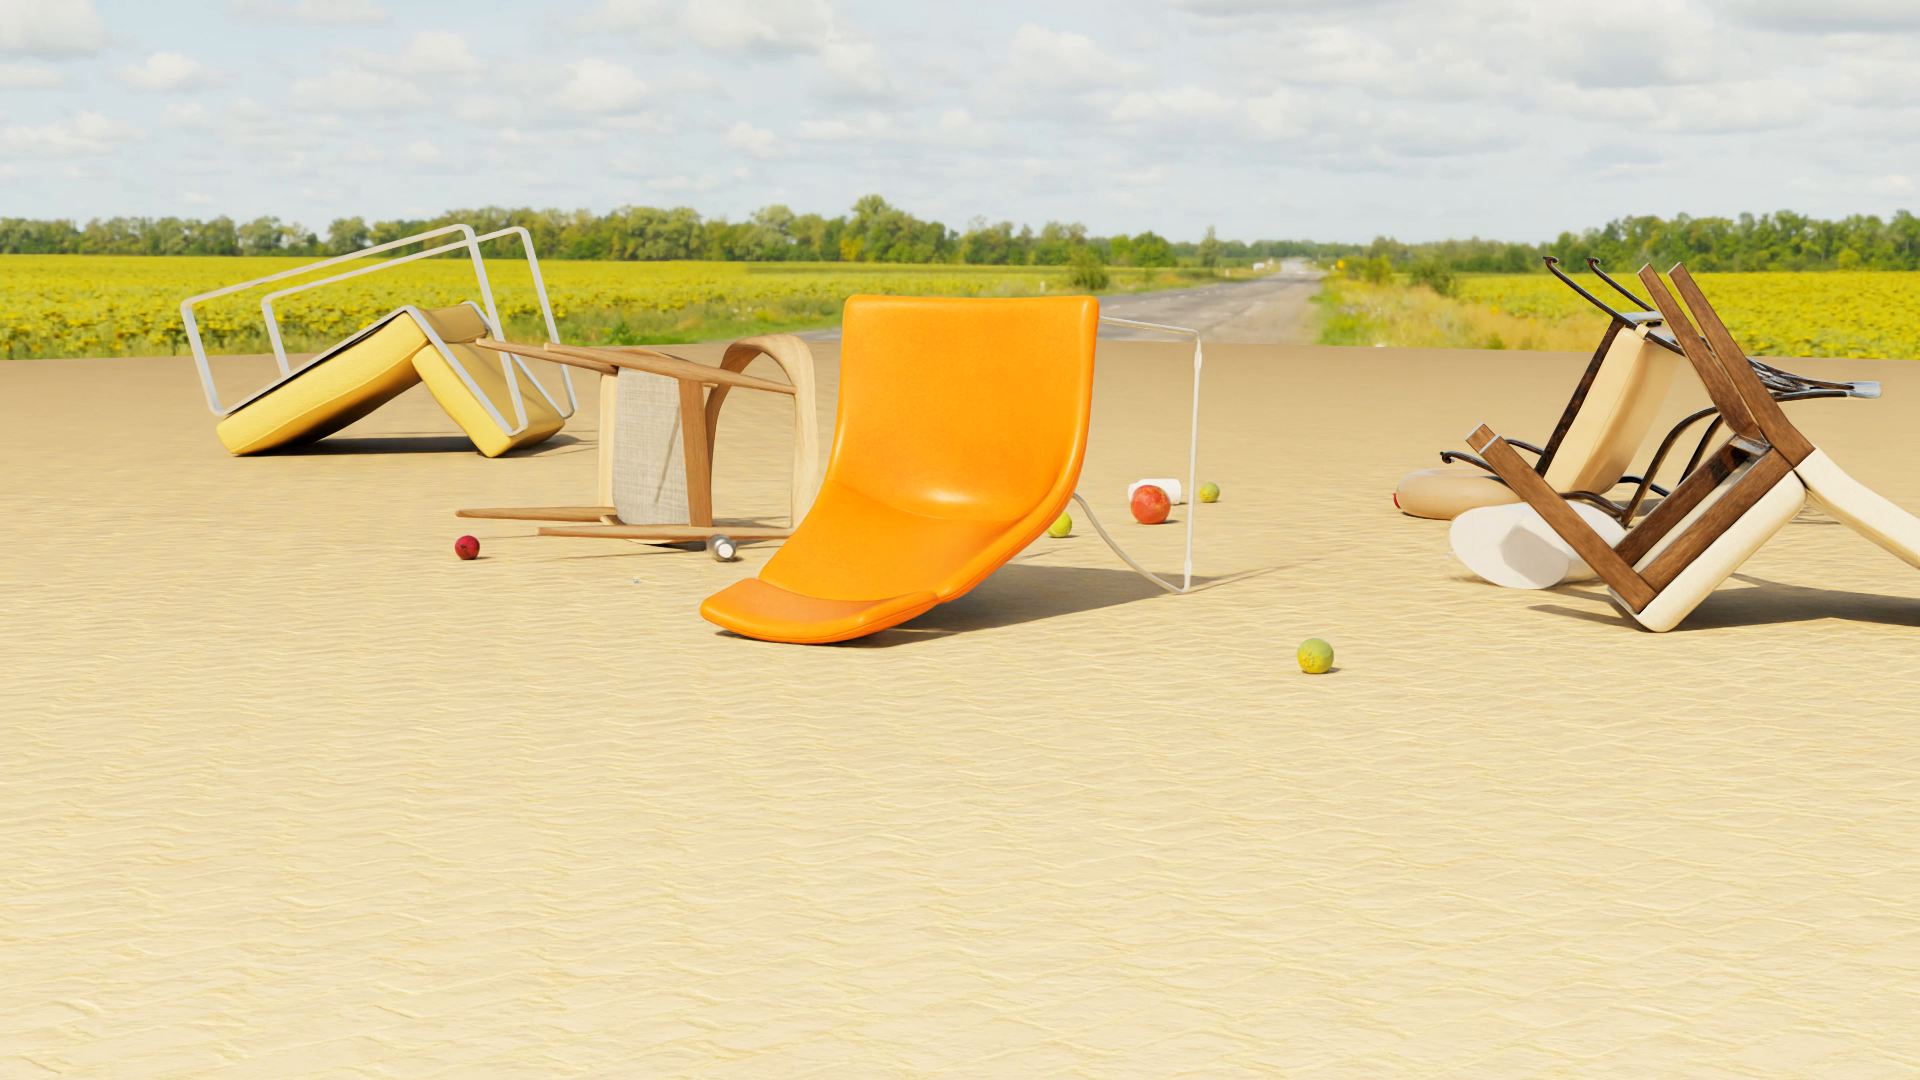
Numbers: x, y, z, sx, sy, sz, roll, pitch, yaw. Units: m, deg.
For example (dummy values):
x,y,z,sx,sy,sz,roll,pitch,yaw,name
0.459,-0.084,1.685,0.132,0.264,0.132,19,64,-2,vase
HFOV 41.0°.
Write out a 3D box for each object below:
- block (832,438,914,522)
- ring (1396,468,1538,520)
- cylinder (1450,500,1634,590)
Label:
x,y,z,sx,sy,sz,roll,pitch,yaw,name
-0.240,-0.168,7.059,0.150,0.202,0.357,-2,6,-15,block
1.387,-0.124,7.029,0.337,0.124,0.427,-5,7,-33,ring
1.249,0.007,5.510,0.295,0.163,0.265,20,18,41,cylinder
